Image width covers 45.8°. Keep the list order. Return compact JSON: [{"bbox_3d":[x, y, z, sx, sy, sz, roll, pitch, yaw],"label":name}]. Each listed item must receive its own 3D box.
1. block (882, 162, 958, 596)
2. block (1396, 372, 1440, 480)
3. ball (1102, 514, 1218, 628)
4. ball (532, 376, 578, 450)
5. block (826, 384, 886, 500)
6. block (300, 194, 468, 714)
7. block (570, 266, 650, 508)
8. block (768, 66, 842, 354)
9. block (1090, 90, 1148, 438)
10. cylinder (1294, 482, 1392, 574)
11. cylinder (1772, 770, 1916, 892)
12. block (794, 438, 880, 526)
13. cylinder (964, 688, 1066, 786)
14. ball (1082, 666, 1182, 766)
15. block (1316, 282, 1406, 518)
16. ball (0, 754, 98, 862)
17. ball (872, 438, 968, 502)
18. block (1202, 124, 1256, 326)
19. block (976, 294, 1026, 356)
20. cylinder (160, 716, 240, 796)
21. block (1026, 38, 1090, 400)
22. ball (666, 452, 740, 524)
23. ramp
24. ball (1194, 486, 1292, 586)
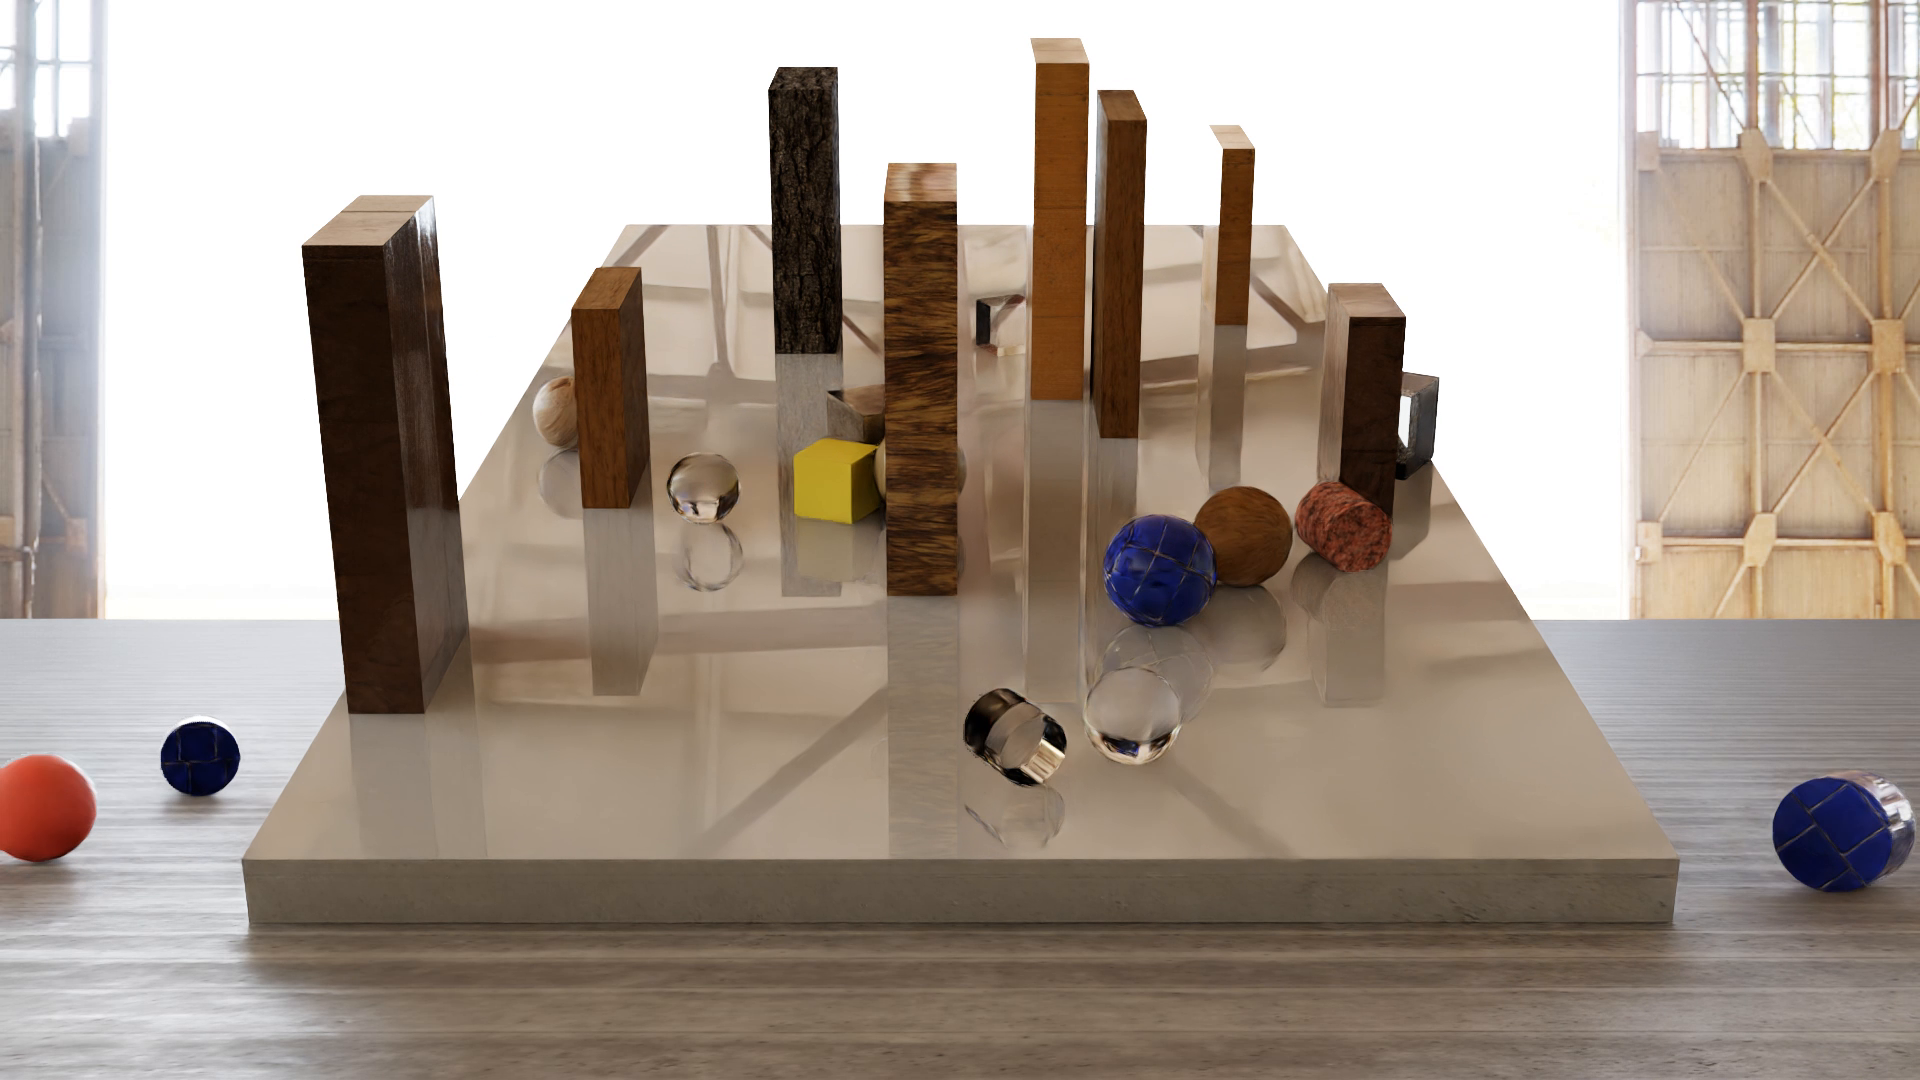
[{"bbox_3d":[-0.068,-0.294,4.109,0.126,0.715,0.337,0,21,0],"label":"block"},{"bbox_3d":[0.882,-0.248,4.756,0.178,0.178,0.178,12,23,28],"label":"block"},{"bbox_3d":[0.344,0.053,3.922,0.198,0.198,0.198,0,-2,0],"label":"ball"},{"bbox_3d":[-0.827,-0.270,4.833,0.160,0.160,0.160,0,-2,0],"label":"ball"},{"bbox_3d":[-0.150,-0.202,4.621,0.183,0.183,0.183,-10,23,-25],"label":"block"},{"bbox_3d":[-0.909,-0.141,3.639,0.120,0.756,0.357,0,21,0],"label":"block"},{"bbox_3d":[-0.703,-0.313,4.596,0.093,0.407,0.340,0,21,0],"label":"block"},{"bbox_3d":[-0.378,-0.817,5.611,0.150,0.641,0.352,0,21,0],"label":"block"},{"bbox_3d":[0.345,-0.611,4.995,0.082,0.690,0.388,0,21,0],"label":"block"},{"bbox_3d":[0.711,-0.024,4.223,0.134,0.134,0.134,1,19,-19],"label":"cylinder"},{"bbox_3d":[1.405,0.461,3.614,0.179,0.179,0.179,-1,-2,33],"label":"cylinder"},{"bbox_3d":[-0.241,-0.116,4.473,0.125,0.125,0.125,9,22,23],"label":"block"},{"bbox_3d":[0.082,0.294,3.398,0.112,0.112,0.112,1,17,-31],"label":"cylinder"},{"bbox_3d":[0.259,0.265,3.427,0.148,0.148,0.148,0,-2,0],"label":"ball"},{"bbox_3d":[0.793,-0.280,4.513,0.109,0.408,0.268,0,21,0],"label":"block"},{"bbox_3d":[-1.609,0.468,3.977,0.187,0.187,0.187,0,-2,0],"label":"ball"},{"bbox_3d":[-0.079,-0.137,4.446,0.185,0.185,0.185,0,-2,0],"label":"ball"},{"bbox_3d":[0.693,-0.820,5.891,0.084,0.453,0.336,0,21,0],"label":"block"},{"bbox_3d":[0.118,-0.528,5.590,0.117,0.117,0.117,-10,23,-25],"label":"block"},{"bbox_3d":[-1.827,0.519,5.469,0.180,0.180,0.180,1,-2,-18],"label":"cylinder"},{"bbox_3d":[0.222,-0.747,5.253,0.120,0.762,0.391,0,21,0],"label":"block"},{"bbox_3d":[-0.497,-0.101,4.410,0.142,0.142,0.142,0,-2,0],"label":"ball"},{"bbox_3d":[-0.005,-0.211,5.051,2.000,0.100,4.000,0,21,0],"label":"ramp"},{"bbox_3d":[0.509,-0.007,4.105,0.182,0.182,0.182,0,-2,0],"label":"ball"}]
